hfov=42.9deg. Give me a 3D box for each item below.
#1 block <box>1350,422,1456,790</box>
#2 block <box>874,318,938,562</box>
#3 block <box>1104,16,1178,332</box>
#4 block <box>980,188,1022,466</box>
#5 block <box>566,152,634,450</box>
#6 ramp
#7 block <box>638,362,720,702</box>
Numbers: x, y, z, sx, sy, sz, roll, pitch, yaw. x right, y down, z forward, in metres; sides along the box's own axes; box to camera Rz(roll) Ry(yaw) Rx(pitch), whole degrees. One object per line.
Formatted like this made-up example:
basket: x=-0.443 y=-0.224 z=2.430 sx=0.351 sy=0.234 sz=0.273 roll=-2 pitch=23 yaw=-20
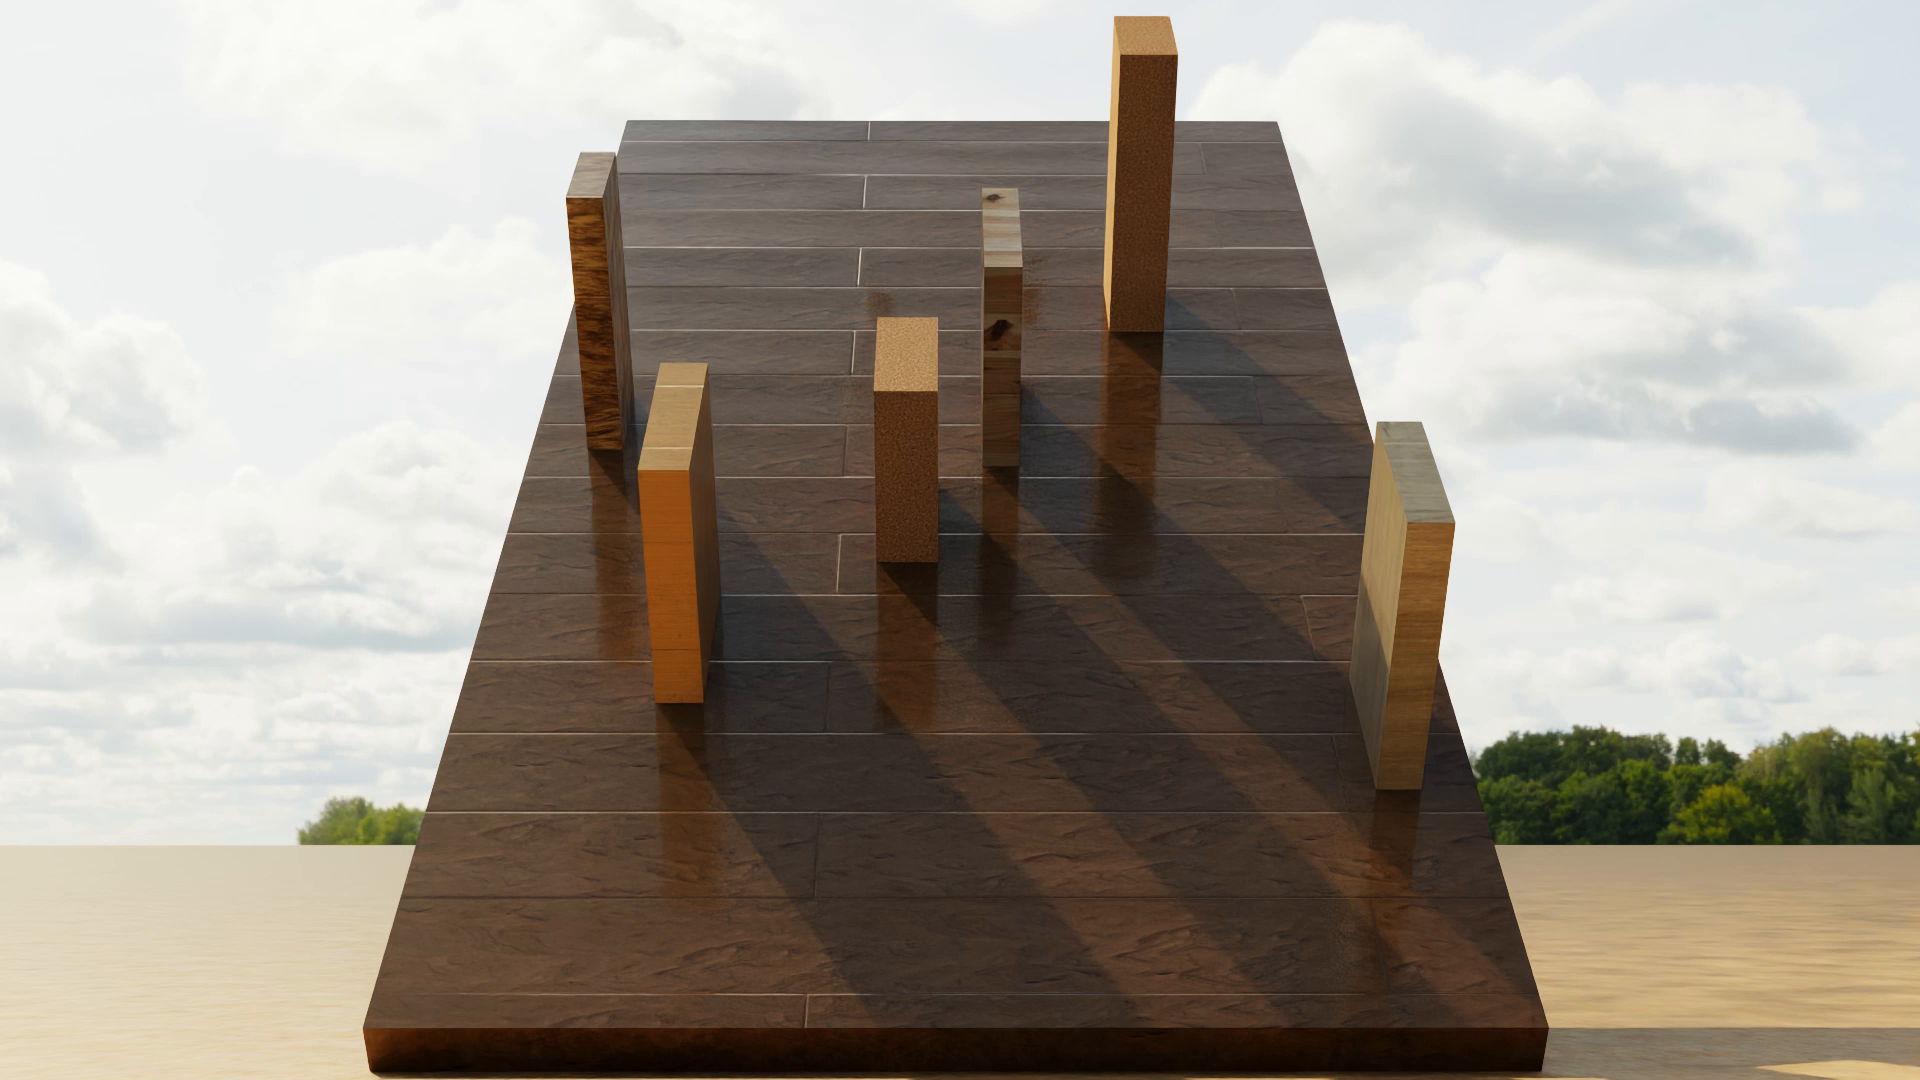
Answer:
block: x=0.840 y=0.125 z=4.677 sx=0.086 sy=0.599 sz=0.370 roll=0 pitch=32 yaw=0
block: x=-0.116 y=-0.223 z=5.394 sx=0.134 sy=0.426 sz=0.344 roll=0 pitch=32 yaw=0
block: x=0.456 y=-0.928 z=6.226 sx=0.141 sy=0.749 sz=0.271 roll=0 pitch=32 yaw=0
block: x=0.095 y=-0.505 z=5.767 sx=0.085 sy=0.514 sz=0.435 roll=0 pitch=32 yaw=0
block: x=-0.839 y=-0.556 z=5.718 sx=0.082 sy=0.646 sz=0.260 roll=0 pitch=32 yaw=0
ramp: x=-0.015 y=-0.192 z=5.843 sx=2.000 sy=0.100 sz=4.000 roll=0 pitch=32 yaw=0
block: x=-0.564 y=-0.018 z=4.952 sx=0.097 sy=0.541 sz=0.435 roll=0 pitch=32 yaw=0
